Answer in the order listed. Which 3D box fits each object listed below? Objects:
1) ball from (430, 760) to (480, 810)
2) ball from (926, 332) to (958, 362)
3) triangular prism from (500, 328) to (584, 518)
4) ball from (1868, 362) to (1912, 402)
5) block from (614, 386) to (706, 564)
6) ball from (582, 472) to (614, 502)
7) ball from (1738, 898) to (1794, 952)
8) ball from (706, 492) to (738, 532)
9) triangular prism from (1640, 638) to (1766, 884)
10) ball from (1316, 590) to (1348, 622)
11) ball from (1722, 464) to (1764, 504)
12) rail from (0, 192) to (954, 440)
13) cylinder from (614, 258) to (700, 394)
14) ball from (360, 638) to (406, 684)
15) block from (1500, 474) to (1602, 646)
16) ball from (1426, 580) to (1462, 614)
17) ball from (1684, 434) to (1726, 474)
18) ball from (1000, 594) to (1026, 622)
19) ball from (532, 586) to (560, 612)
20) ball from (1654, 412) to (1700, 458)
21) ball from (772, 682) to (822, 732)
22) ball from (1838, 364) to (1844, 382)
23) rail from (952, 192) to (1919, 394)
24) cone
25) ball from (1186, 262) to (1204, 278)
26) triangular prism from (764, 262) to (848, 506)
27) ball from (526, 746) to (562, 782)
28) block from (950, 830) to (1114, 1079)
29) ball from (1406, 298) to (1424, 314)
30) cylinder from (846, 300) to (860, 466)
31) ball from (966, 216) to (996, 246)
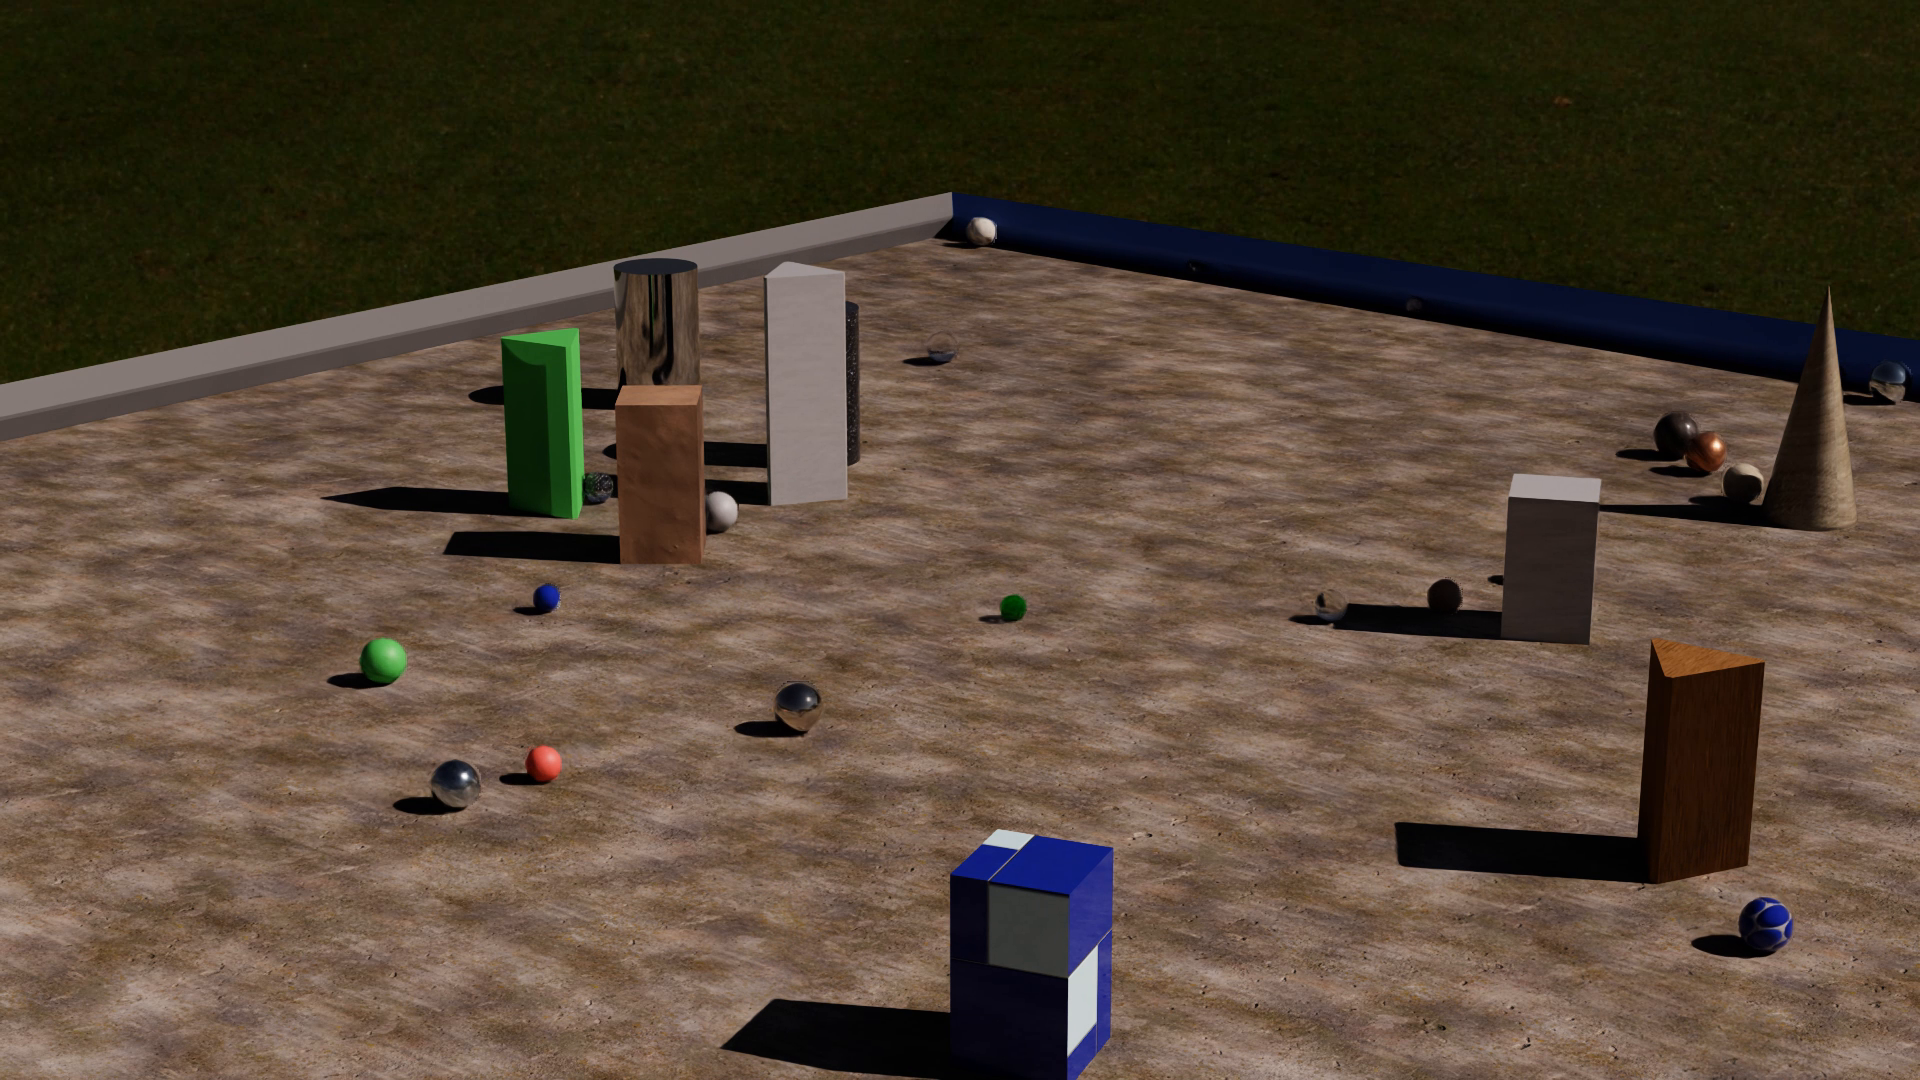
[{"bbox_3d":[-0.717,0.347,4.160,0.070,0.070,0.070,0,17,0],"label":"ball"},{"bbox_3d":[-0.041,-0.445,6.771,0.072,0.072,0.072,0,17,0],"label":"ball"},{"bbox_3d":[-0.765,-0.228,5.602,0.157,0.335,0.136,9,19,27],"label":"triangular prism"},{"bbox_3d":[2.032,-0.345,6.409,0.090,0.090,0.090,0,17,0],"label":"ball"},{"bbox_3d":[-0.540,-0.119,5.309,0.145,0.295,0.145,0,17,-1],"label":"block"},{"bbox_3d":[-0.698,-0.102,5.660,0.060,0.060,0.060,0,17,0],"label":"ball"},{"bbox_3d":[1.018,0.486,3.705,0.068,0.068,0.068,0,17,0],"label":"ball"},{"bbox_3d":[-0.451,-0.053,5.472,0.074,0.074,0.074,0,17,0],"label":"ball"},{"bbox_3d":[0.969,0.291,3.960,0.157,0.292,0.136,-7,18,-23],"label":"triangular prism"},{"bbox_3d":[0.628,0.111,4.965,0.054,0.054,0.054,0,17,0],"label":"ball"},{"bbox_3d":[1.510,-0.109,5.654,0.077,0.077,0.077,0,17,0],"label":"ball"},{"bbox_3d":[-1.620,-0.378,6.468,0.045,0.118,4.926,14,22,39],"label":"rail"},{"bbox_3d":[-0.658,-0.448,6.383,0.181,0.301,0.181,0,17,0],"label":"cylinder"},{"bbox_3d":[-0.918,0.192,4.666,0.072,0.072,0.072,0,17,0],"label":"ball"},{"bbox_3d":[0.988,0.031,4.899,0.145,0.246,0.145,4,17,13],"label":"block"},{"bbox_3d":[0.827,0.097,5.003,0.059,0.059,0.059,0,17,0],"label":"ball"},{"bbox_3d":[1.490,-0.173,5.858,0.081,0.081,0.081,0,17,0],"label":"ball"},{"bbox_3d":[0.090,0.115,4.968,0.045,0.045,0.045,0,17,0],"label":"ball"},{"bbox_3d":[-0.707,0.100,5.015,0.046,0.046,0.046,0,17,0],"label":"ball"},{"bbox_3d":[1.460,-0.213,5.973,0.091,0.091,0.091,0,17,0],"label":"ball"},{"bbox_3d":[-0.246,0.255,4.455,0.076,0.076,0.076,0,17,0],"label":"ball"},{"bbox_3d":[1.952,-0.371,6.559,0.053,0.053,0.053,0,17,0],"label":"ball"},{"bbox_3d":[1.599,-0.505,6.884,4.339,0.118,0.045,14,22,39],"label":"rail"},{"bbox_3d":[1.610,-0.258,5.497,0.181,0.452,0.181,0,17,0],"label":"cone"},{"bbox_3d":[0.616,-0.707,7.681,0.044,0.044,0.044,0,17,0],"label":"ball"},{"bbox_3d":[-0.314,-0.306,5.666,0.157,0.446,0.136,-5,18,-17],"label":"triangular prism"},{"bbox_3d":[-0.605,0.325,4.261,0.052,0.052,0.052,0,17,0],"label":"ball"},{"bbox_3d":[0.084,0.485,3.406,0.145,0.243,0.145,7,18,22],"label":"block"},{"bbox_3d":[1.126,-0.578,7.261,0.042,0.042,0.042,0,17,0],"label":"ball"},{"bbox_3d":[-0.293,-0.316,5.929,0.181,0.313,0.181,0,17,0],"label":"cylinder"},{"bbox_3d":[0.057,-0.852,8.093,0.083,0.083,0.083,0,17,0],"label":"ball"}]
